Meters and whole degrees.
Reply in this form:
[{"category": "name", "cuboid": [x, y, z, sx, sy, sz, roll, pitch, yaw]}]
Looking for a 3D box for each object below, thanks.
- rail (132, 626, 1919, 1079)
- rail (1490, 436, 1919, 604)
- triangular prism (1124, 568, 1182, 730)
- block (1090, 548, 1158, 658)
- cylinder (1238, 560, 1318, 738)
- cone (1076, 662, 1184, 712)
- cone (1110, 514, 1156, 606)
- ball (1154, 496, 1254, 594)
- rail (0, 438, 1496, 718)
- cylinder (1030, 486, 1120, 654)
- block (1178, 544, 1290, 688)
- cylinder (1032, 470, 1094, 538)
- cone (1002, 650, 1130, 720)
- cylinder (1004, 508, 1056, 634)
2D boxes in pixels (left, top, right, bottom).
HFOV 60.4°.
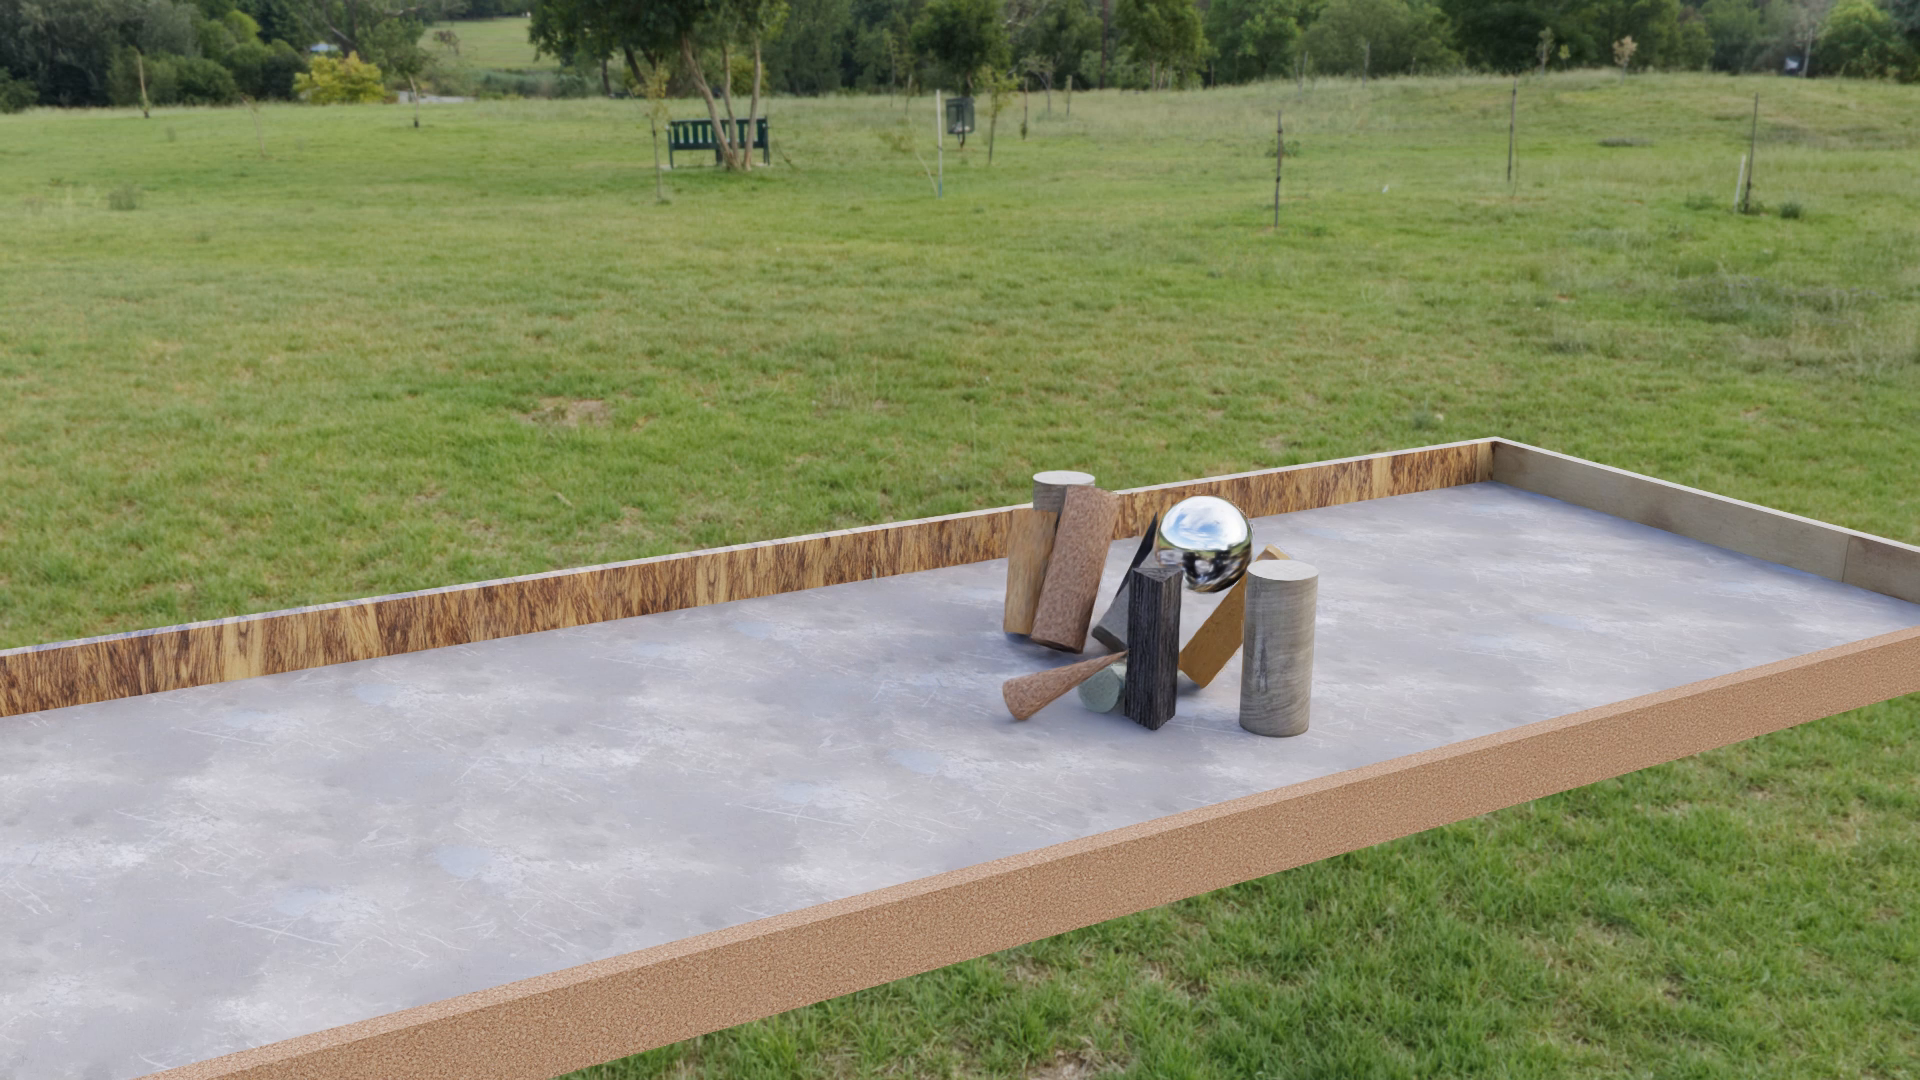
[{"category": "rail", "cuboid": [-2.336, 1.006, 1.665, 12.000, 0.150, 0.050, -9, 18, -27]}, {"category": "rail", "cuboid": [2.466, -0.048, 5.253, 0.050, 0.150, 2.100, -9, 18, -27]}, {"category": "triangular prism", "cuboid": [0.440, 0.248, 3.862, 0.103, 0.365, 0.119, 10, 19, 29]}, {"category": "block", "cuboid": [0.510, 0.105, 4.299, 0.110, 0.416, 0.110, 36, -18, 5]}, {"category": "cylinder", "cuboid": [0.738, 0.251, 3.827, 0.162, 0.381, 0.162, 0, 16, 0]}, {"category": "cone", "cuboid": [0.457, 0.342, 4.076, 0.128, 0.128, 0.380, 15, 12, 41]}, {"category": "cone", "cuboid": [0.483, 0.087, 4.398, 0.143, 0.345, 0.143, 15, -7, 2]}, {"category": "ball", "cuboid": [0.596, 0.012, 4.039, 0.243, 0.243, 0.243, 0, 16, 0]}, {"category": "rail", "cuboid": [-3.305, 0.497, 3.399, 12.000, 0.150, 0.050, -9, 18, -27]}, {"category": "cylinder", "cuboid": [0.302, 0.077, 4.325, 0.143, 0.418, 0.143, 14, -10, 3]}, {"category": "block", "cuboid": [0.681, 0.186, 4.047, 0.102, 0.368, 0.102, 39, 16, 9]}, {"category": "cylinder", "cuboid": [0.284, 0.018, 4.591, 0.171, 0.392, 0.171, 1, 15, 0]}, {"category": "cone", "cuboid": [0.262, 0.315, 3.840, 0.323, 0.103, 0.103, -26, 6, 23]}, {"category": "cylinder", "cuboid": [0.189, 0.085, 4.445, 0.119, 0.330, 0.119, 5, 0, 0]}]
